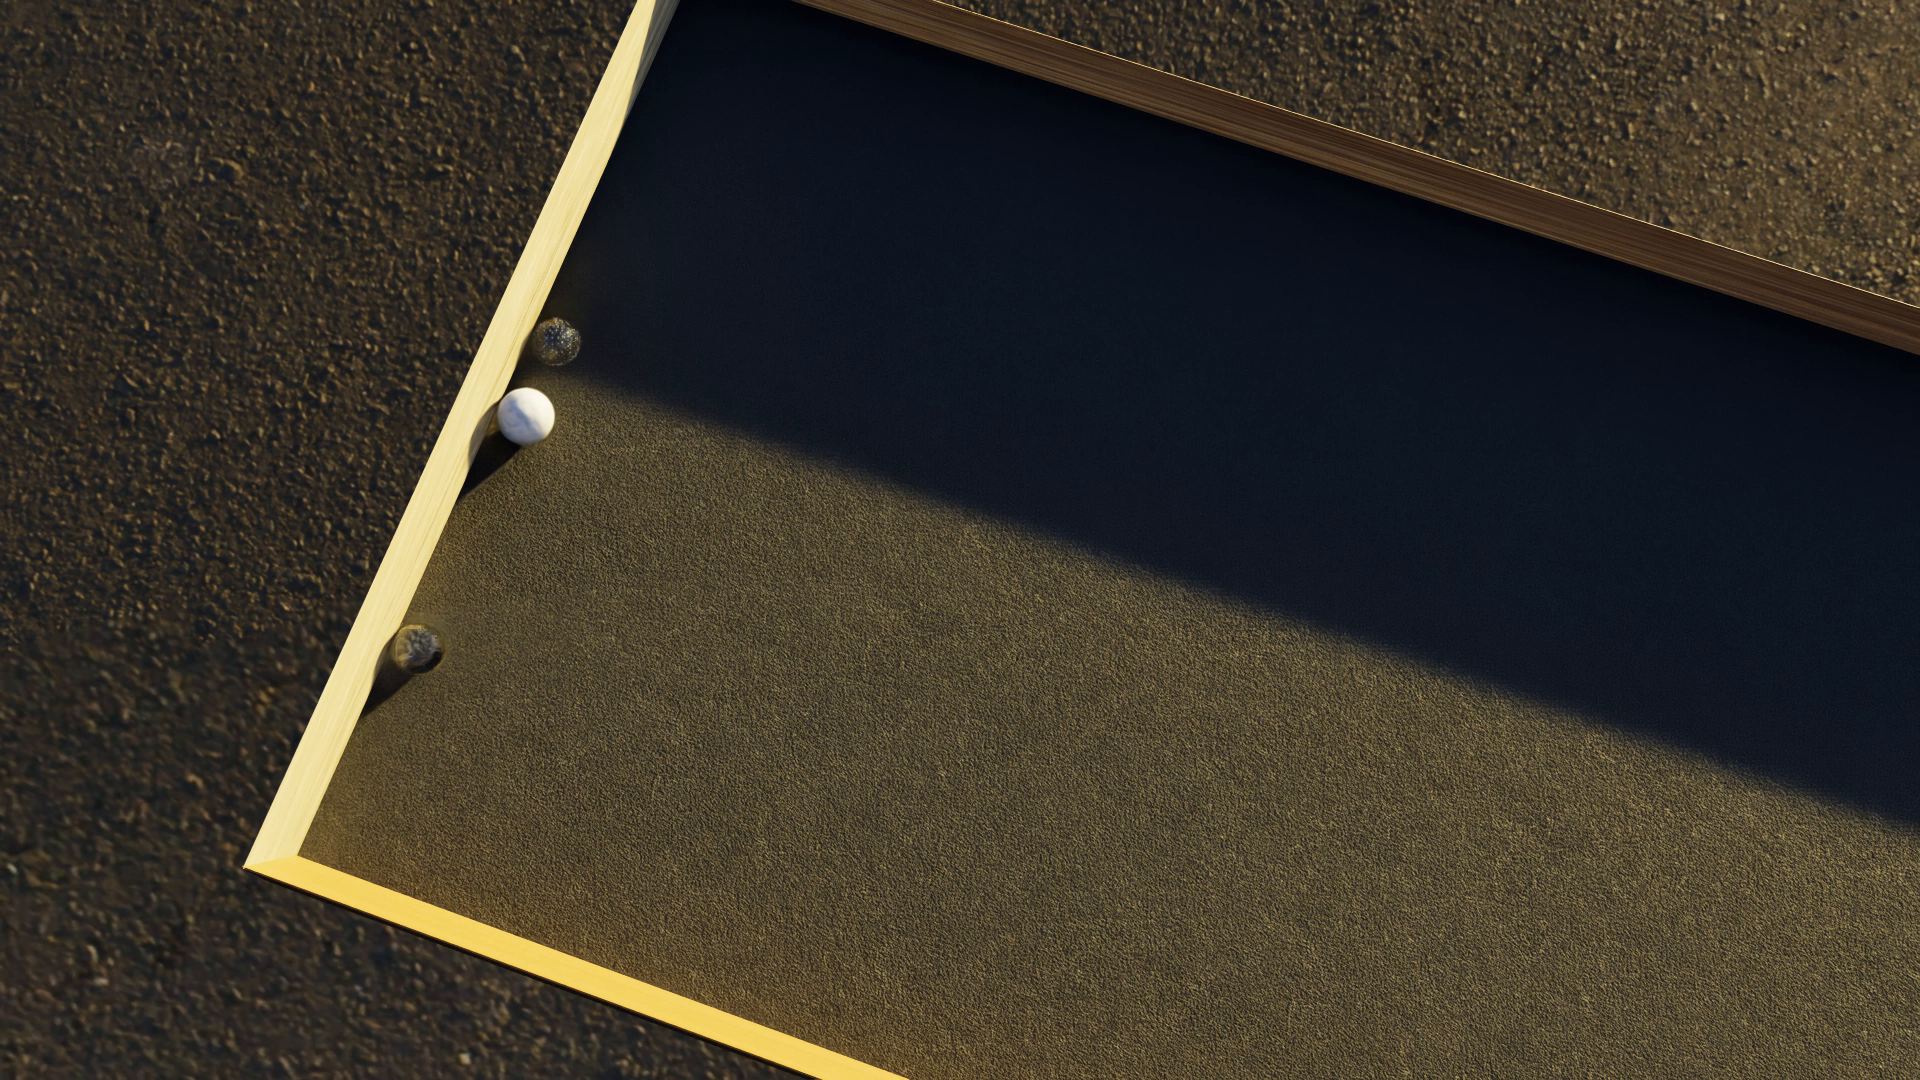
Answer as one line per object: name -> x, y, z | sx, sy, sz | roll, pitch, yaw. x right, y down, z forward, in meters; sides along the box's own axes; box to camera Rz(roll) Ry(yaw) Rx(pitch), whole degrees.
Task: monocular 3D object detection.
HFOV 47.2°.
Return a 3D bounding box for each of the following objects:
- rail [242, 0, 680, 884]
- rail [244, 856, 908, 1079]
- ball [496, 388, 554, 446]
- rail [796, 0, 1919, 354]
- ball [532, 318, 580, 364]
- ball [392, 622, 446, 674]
rail -> -0.730, -0.253, 3.449 | 0.045, 0.117, 1.670 | 19, 73, 6
rail -> 0.481, 0.976, 3.057 | 3.193, 0.117, 0.045 | 19, 73, 6
ball -> -0.681, -0.193, 3.445 | 0.090, 0.090, 0.090 | 0, 72, 0
rail -> 1.024, -0.480, 3.522 | 3.193, 0.117, 0.045 | 19, 73, 6
ball -> -0.641, -0.315, 3.492 | 0.075, 0.075, 0.075 | 0, 72, 0
ball -> -0.821, 0.165, 3.337 | 0.080, 0.080, 0.080 | 0, 72, 0
